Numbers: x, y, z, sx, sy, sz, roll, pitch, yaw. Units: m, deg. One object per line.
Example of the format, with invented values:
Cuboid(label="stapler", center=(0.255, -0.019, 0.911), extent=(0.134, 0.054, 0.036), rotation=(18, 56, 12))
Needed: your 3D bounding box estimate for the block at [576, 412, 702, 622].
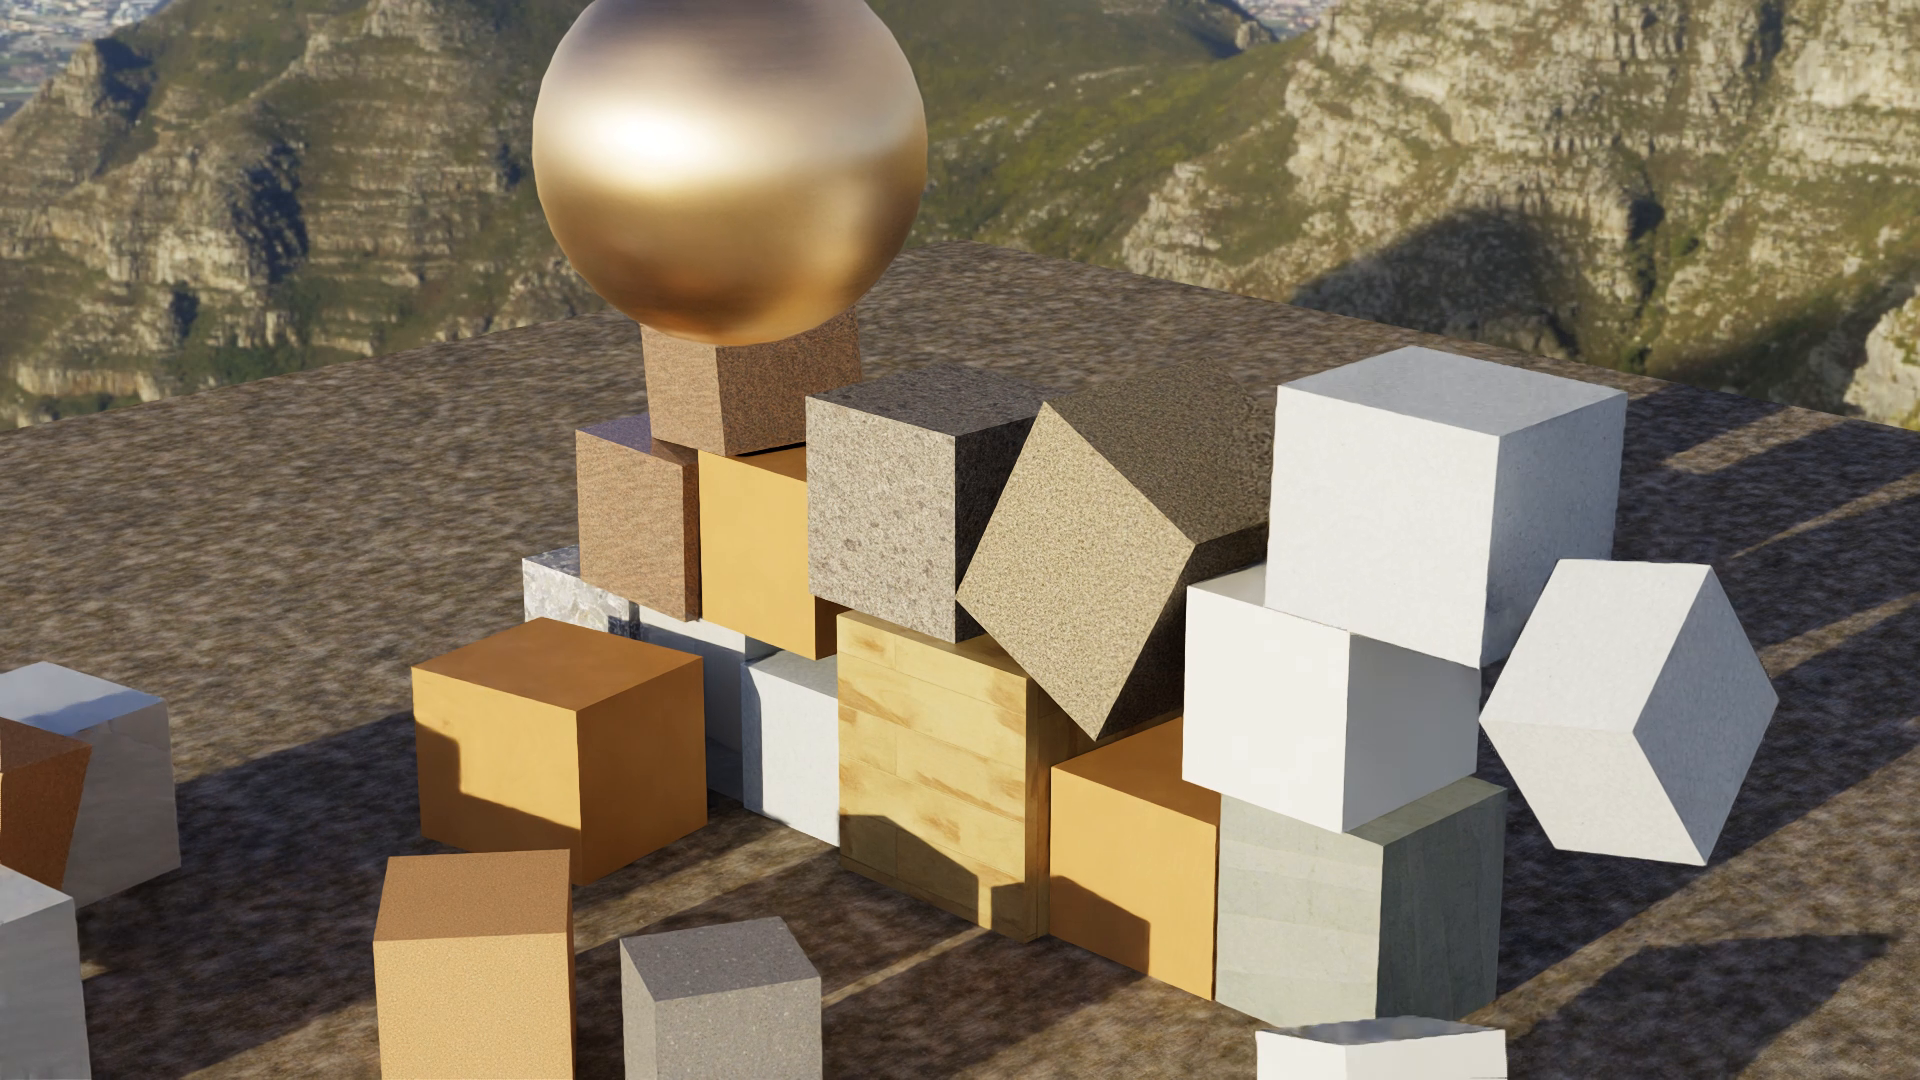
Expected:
Cuboid(label="block", center=(-1.275, -0.173, 14.614), extent=(0.935, 0.792, 0.832), rotation=(-17, 25, -41))

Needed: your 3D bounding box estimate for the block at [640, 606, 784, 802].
Cuboid(label="block", center=(-1.035, 0.702, 14.647), extent=(0.772, 0.877, 0.793), rotation=(-17, 24, -42))

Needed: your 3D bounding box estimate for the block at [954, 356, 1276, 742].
Cuboid(label="block", center=(0.819, 0.021, 12.464), extent=(1.044, 1.106, 0.929), rotation=(-17, 52, -43))

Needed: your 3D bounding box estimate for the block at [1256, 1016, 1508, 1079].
Cuboid(label="block", center=(1.505, 2.038, 10.439), extent=(0.665, 0.581, 0.589), rotation=(-1, -3, -25))

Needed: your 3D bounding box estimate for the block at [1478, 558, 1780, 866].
Cuboid(label="block", center=(2.436, 0.615, 10.637), extent=(0.614, 0.744, 0.774), rotation=(2, 49, 42))

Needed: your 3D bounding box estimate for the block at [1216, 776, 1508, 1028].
Cuboid(label="block", center=(1.650, 1.467, 12.087), extent=(0.834, 0.952, 0.820), rotation=(-17, 24, -42))

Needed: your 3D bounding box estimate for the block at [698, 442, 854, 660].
Cuboid(label="block", center=(-0.686, -0.014, 14.040), extent=(0.759, 0.854, 0.822), rotation=(-16, 24, -42))

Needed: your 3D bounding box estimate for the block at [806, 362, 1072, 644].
Cuboid(label="block", center=(-0.030, -0.193, 13.299), extent=(0.916, 0.938, 0.963), rotation=(-16, 24, -42))

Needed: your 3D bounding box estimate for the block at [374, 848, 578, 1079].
Cuboid(label="block", center=(-1.890, 1.740, 11.539), extent=(0.720, 0.760, 0.795), rotation=(-2, 18, -6))

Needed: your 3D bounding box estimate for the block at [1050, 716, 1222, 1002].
Cuboid(label="block", center=(1.020, 1.359, 12.705), extent=(0.850, 0.789, 0.925), rotation=(-17, 24, -42))

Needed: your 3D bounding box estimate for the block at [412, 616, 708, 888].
Cuboid(label="block", center=(-1.878, 0.975, 13.821), extent=(1.021, 0.852, 0.883), rotation=(12, 21, 33))

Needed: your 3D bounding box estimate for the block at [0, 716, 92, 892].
Cuboid(label="block", center=(-4.276, 1.256, 12.306), extent=(0.784, 0.937, 0.779), rotation=(15, 7, 9))

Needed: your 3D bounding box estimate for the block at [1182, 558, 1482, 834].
Cuboid(label="block", center=(1.523, 0.571, 11.951), extent=(0.815, 0.838, 0.912), rotation=(16, 24, 42))

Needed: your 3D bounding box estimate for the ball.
Cuboid(label="ball", center=(-0.928, -1.586, 11.871), extent=(1.600, 1.600, 1.600), rotation=(0, 17, 0))

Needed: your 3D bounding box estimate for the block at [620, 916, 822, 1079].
Cuboid(label="block", center=(-0.908, 1.901, 11.147), extent=(0.632, 0.689, 0.569), rotation=(-6, 18, -18))

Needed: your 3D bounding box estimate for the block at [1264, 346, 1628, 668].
Cuboid(label="block", center=(1.882, -0.156, 11.391), extent=(0.983, 0.895, 0.931), rotation=(17, 23, 39))

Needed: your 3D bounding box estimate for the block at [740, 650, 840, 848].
Cuboid(label="block", center=(-0.452, 0.943, 14.111), extent=(0.850, 0.740, 0.836), rotation=(-17, 24, -42))

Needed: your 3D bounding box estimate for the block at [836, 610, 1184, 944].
Cuboid(label="block", center=(0.276, 0.922, 13.361), extent=(1.177, 1.228, 1.171), rotation=(17, 24, 42))

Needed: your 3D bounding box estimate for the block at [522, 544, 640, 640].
Cuboid(label="block", center=(-1.638, 0.521, 15.200), extent=(0.865, 0.892, 0.861), rotation=(-17, 24, -42))

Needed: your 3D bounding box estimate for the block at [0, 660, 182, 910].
Cuboid(label="block", center=(-4.203, 1.140, 13.344), extent=(0.883, 0.823, 0.845), rotation=(12, 21, 34))

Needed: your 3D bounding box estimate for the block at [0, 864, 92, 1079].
Cuboid(label="block", center=(-4.042, 1.784, 11.203), extent=(1.009, 0.878, 0.931), rotation=(14, 22, 38))

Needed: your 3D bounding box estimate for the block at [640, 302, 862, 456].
Cuboid(label="block", center=(-1.005, -0.848, 14.155), extent=(0.773, 0.680, 0.759), rotation=(-12, 15, -31))
